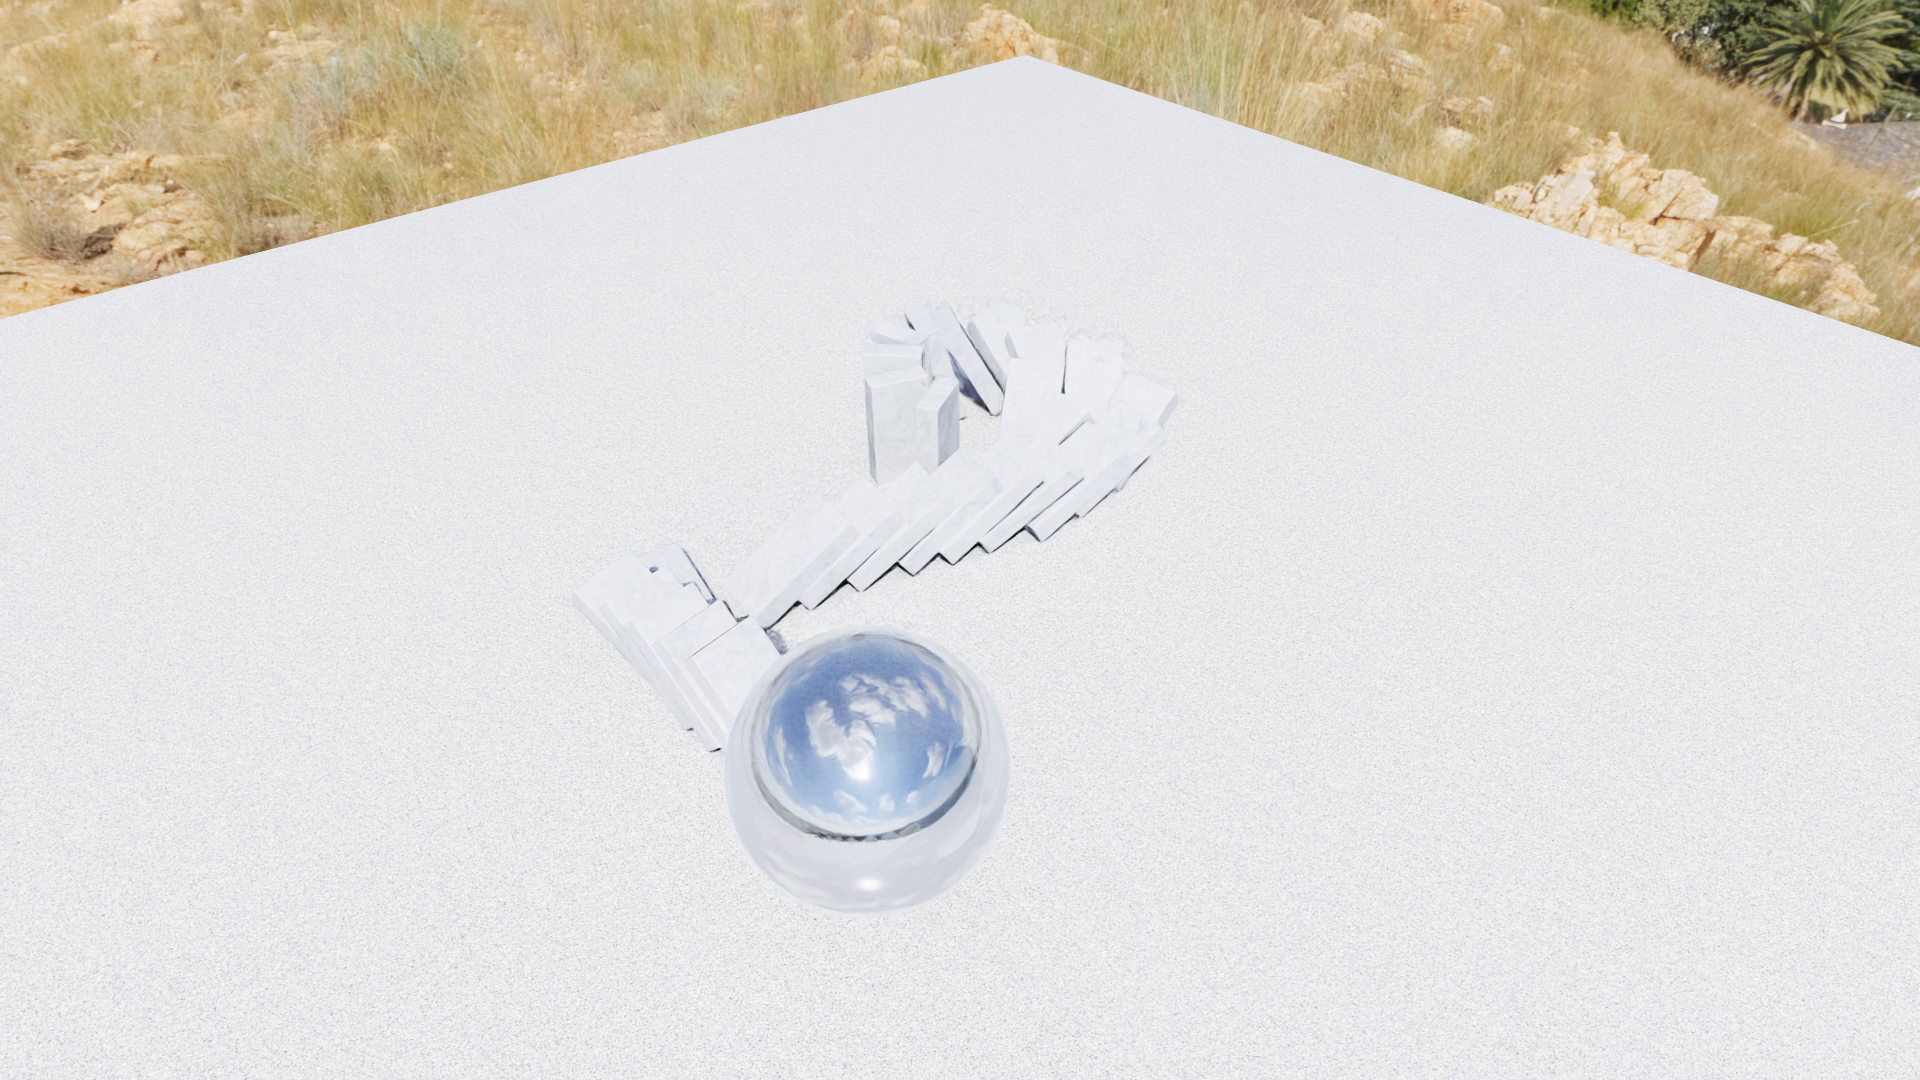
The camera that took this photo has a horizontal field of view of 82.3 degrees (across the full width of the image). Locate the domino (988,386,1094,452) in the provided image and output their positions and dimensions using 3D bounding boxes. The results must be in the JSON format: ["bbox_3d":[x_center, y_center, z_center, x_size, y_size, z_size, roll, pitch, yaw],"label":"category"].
[{"bbox_3d":[0.031,-0.041,0.474,0.050,0.010,0.025,-45,51,-8],"label":"domino"}]

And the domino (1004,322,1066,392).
[{"bbox_3d":[0.042,-0.078,0.520,0.025,0.010,0.050,-14,71,-16],"label":"domino"}]

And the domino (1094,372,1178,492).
[{"bbox_3d":[0.072,-0.048,0.484,0.025,0.010,0.050,28,75,29],"label":"domino"}]

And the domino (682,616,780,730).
[{"bbox_3d":[-0.064,0.052,0.354,0.025,0.009,0.050,-37,96,-37],"label":"domino"}]

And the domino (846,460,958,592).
[{"bbox_3d":[-0.028,-0.005,0.431,0.050,0.010,0.025,-41,47,1],"label":"domino"}]

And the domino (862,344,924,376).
[{"bbox_3d":[-0.029,-0.062,0.487,0.025,0.050,0.010,3,40,4],"label":"domino"}]

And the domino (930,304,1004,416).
[{"bbox_3d":[0.005,-0.084,0.515,0.010,0.050,0.025,-31,39,8],"label":"domino"}]

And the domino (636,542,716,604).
[{"bbox_3d":[-0.110,0.022,0.417,0.025,0.010,0.050,-21,44,-24],"label":"domino"}]

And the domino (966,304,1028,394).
[{"bbox_3d":[0.027,-0.088,0.533,0.025,0.010,0.050,-22,74,-25],"label":"domino"}]

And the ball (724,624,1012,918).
[{"bbox_3d":[-0.026,0.064,0.310,0.080,0.080,0.080,0,39,0],"label":"ball"}]

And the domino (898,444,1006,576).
[{"bbox_3d":[-0.009,-0.012,0.437,0.050,0.010,0.025,-43,47,2],"label":"domino"}]

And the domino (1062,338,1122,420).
[{"bbox_3d":[0.060,-0.067,0.506,0.025,0.010,0.050,6,69,1],"label":"domino"}]

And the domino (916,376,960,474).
[{"bbox_3d":[-0.009,-0.040,0.461,0.009,0.050,0.025,13,41,16],"label":"domino"}]

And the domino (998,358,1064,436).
[{"bbox_3d":[0.032,-0.058,0.498,0.025,0.009,0.050,6,65,7],"label":"domino"}]

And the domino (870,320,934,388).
[{"bbox_3d":[-0.025,-0.074,0.501,0.025,0.050,0.010,25,53,27],"label":"domino"}]

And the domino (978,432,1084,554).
[{"bbox_3d":[0.023,-0.020,0.450,0.050,0.009,0.025,-39,47,-2],"label":"domino"}]

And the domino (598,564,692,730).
[{"bbox_3d":[-0.096,0.036,0.374,0.025,0.009,0.050,-38,96,-36],"label":"domino"}]

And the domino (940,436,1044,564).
[{"bbox_3d":[0.007,-0.016,0.442,0.050,0.010,0.025,-43,47,2],"label":"domino"}]

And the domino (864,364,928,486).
[{"bbox_3d":[-0.026,-0.049,0.471,0.025,0.050,0.010,-15,42,-18],"label":"domino"}]

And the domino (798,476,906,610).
[{"bbox_3d":[-0.047,0.001,0.424,0.050,0.009,0.025,-43,50,-3],"label":"domino"}]

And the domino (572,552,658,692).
[{"bbox_3d":[-0.109,0.030,0.386,0.050,0.010,0.025,45,54,3],"label":"domino"}]

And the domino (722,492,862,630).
[{"bbox_3d":[-0.064,0.007,0.416,0.050,0.010,0.025,-45,50,-5],"label":"domino"}]

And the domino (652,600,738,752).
[{"bbox_3d":[-0.075,0.047,0.360,0.025,0.010,0.050,-37,96,-37],"label":"domino"}]

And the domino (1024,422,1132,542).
[{"bbox_3d":[0.044,-0.025,0.456,0.050,0.010,0.025,-41,49,-5],"label":"domino"}]

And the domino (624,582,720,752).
[{"bbox_3d":[-0.086,0.042,0.367,0.025,0.010,0.050,-37,96,-37],"label":"domino"}]

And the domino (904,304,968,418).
[{"bbox_3d":[-0.011,-0.082,0.511,0.009,0.050,0.025,-24,43,-4],"label":"domino"}]

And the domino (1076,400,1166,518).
[{"bbox_3d":[0.060,-0.035,0.468,0.050,0.009,0.025,-42,51,-6],"label":"domino"}]
